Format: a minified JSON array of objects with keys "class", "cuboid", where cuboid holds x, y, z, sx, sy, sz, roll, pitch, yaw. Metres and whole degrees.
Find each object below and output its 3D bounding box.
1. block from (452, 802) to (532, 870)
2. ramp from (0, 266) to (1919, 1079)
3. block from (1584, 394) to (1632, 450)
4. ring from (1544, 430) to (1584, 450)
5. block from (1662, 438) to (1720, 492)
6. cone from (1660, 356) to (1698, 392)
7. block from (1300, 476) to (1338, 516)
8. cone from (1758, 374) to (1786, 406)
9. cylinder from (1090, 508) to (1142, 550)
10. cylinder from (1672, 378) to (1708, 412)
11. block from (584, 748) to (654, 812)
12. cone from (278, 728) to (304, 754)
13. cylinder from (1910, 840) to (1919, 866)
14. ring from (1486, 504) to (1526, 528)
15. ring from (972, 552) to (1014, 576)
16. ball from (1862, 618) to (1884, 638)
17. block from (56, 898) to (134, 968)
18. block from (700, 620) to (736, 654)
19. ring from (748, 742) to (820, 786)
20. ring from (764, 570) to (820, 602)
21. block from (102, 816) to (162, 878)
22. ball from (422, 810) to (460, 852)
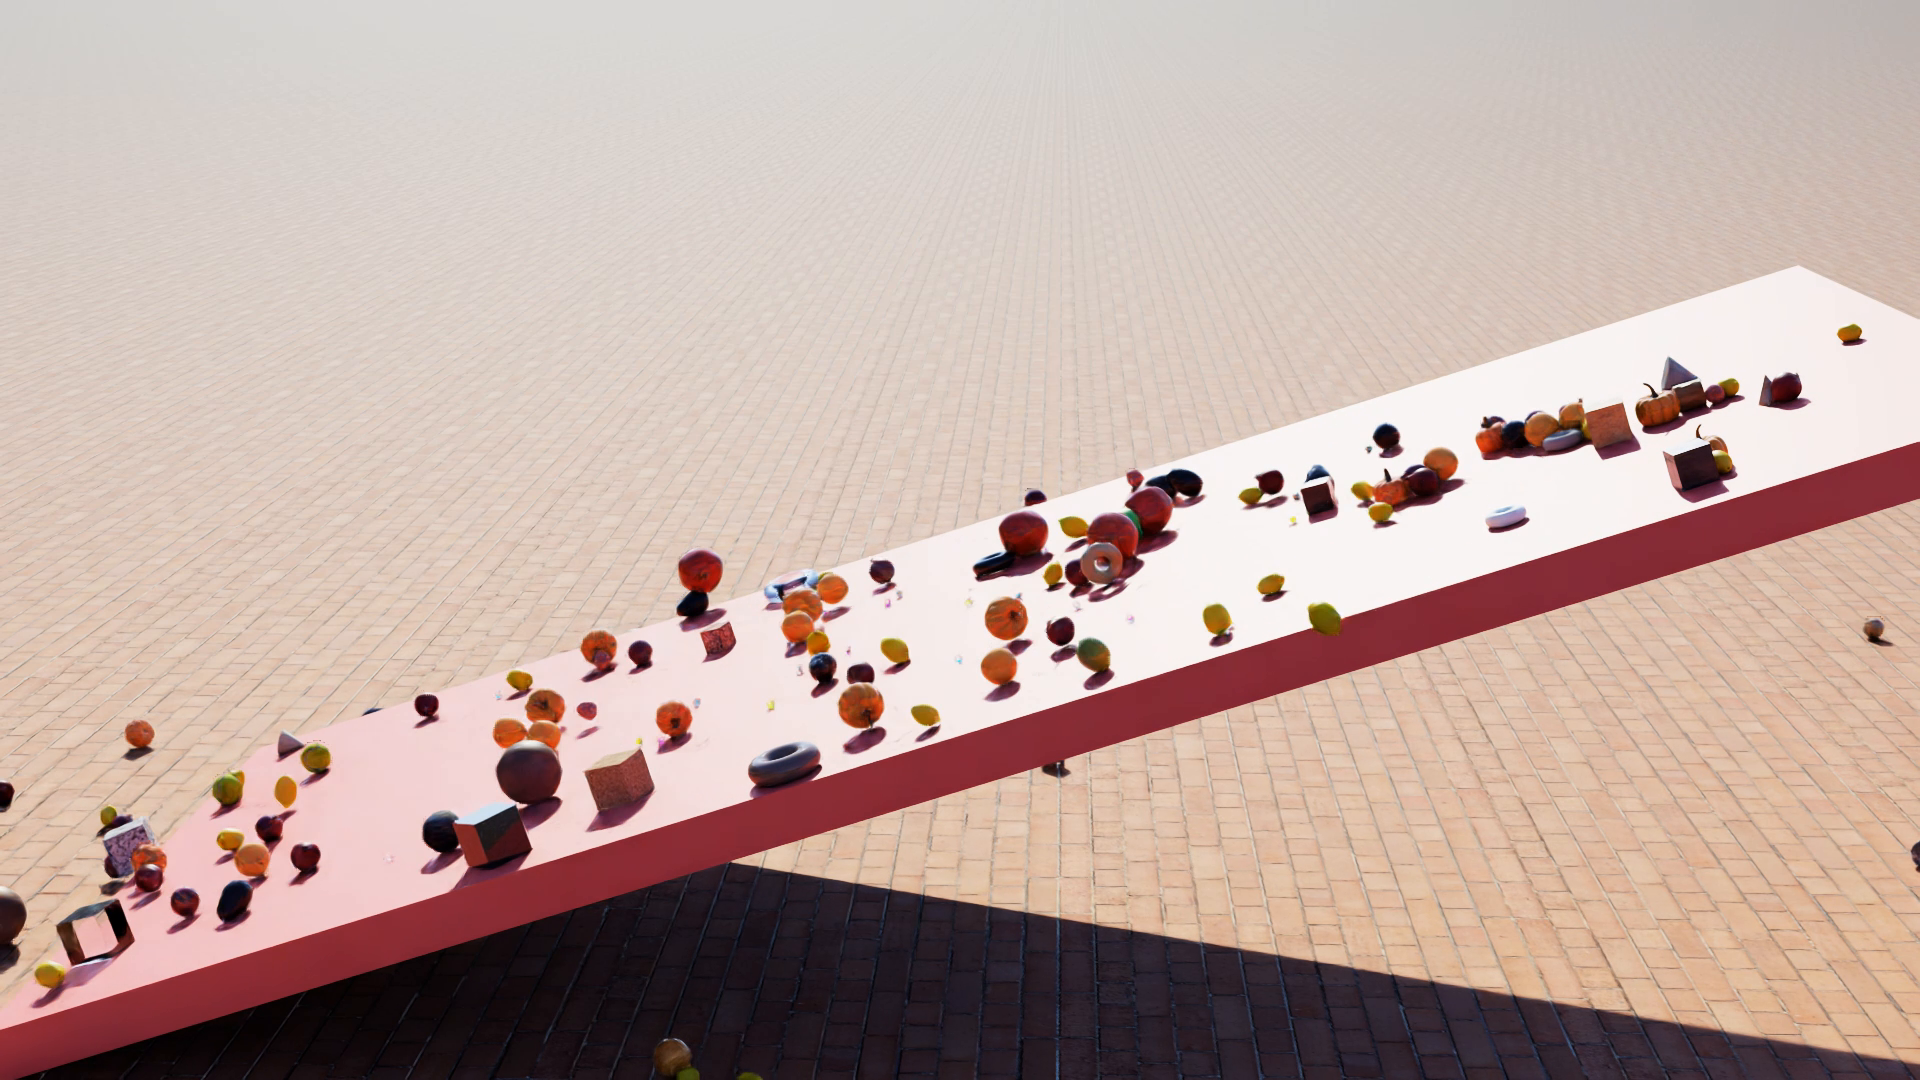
[{"class":"block","cuboid":[-0.879,0.557,5.530,0.093,0.093,0.093,-26,13,-34]},{"class":"ramp","cuboid":[0.102,0.182,6.309,4.000,0.100,2.000,-17,11,5]},{"class":"block","cuboid":[1.305,-0.238,5.922,0.078,0.078,0.078,-16,11,14]},{"class":"ring","cuboid":[1.232,-0.204,6.011,0.083,0.028,0.083,-17,9,3]},{"class":"block","cuboid":[1.336,-0.138,5.375,0.070,0.070,0.070,-18,10,0]},{"class":"cone","cuboid":[1.526,-0.344,6.204,0.079,0.079,0.079,10,13,5]},{"class":"block","cuboid":[0.753,-0.093,6.174,0.059,0.059,0.059,-15,11,16]},{"class":"cone","cuboid":[1.596,-0.301,5.805,0.057,0.057,0.057,-18,10,3]},{"class":"cylinder","cuboid":[0.341,-0.019,6.432,0.082,0.082,0.082,-23,20,-22]},{"class":"cylinder","cuboid":[1.480,-0.293,5.968,0.055,0.055,0.055,-17,10,7]},{"class":"block","cuboid":[-0.655,0.462,5.659,0.085,0.085,0.085,-13,12,27]},{"class":"cone","cuboid":[-1.651,0.506,7.290,0.064,0.064,0.064,12,13,3]},{"class":"cylinder","cuboid":[2.253,0.722,6.836,0.066,0.066,0.066,8,14,32]},{"class":"ring","cuboid":[1.029,-0.045,5.544,0.081,0.027,0.081,-18,9,3]},{"class":"ring","cuboid":[0.076,0.052,6.651,0.101,0.034,0.101,-19,7,2]},{"class":"ball","cuboid":[2.806,0.271,9.034,0.063,0.063,0.063,0,12,0]},{"class":"block","cuboid":[-1.711,0.778,5.820,0.092,0.092,0.092,-15,11,19]},{"class":"block","cuboid":[-0.558,0.225,6.794,0.054,0.054,0.054,-13,12,27]},{"class":"ring","cuboid":[-0.325,0.414,5.445,0.141,0.047,0.141,-17,11,3]},{"class":"ring","cuboid":[-0.406,0.112,7.136,0.144,0.048,0.144,-17,12,4]},{"class":"block","cuboid":[-1.836,0.682,6.528,0.093,0.093,0.093,-23,10,-8]},{"class":"ball","cuboid":[-1.005,0.567,5.721,0.082,0.082,0.082,0,12,0]}]
